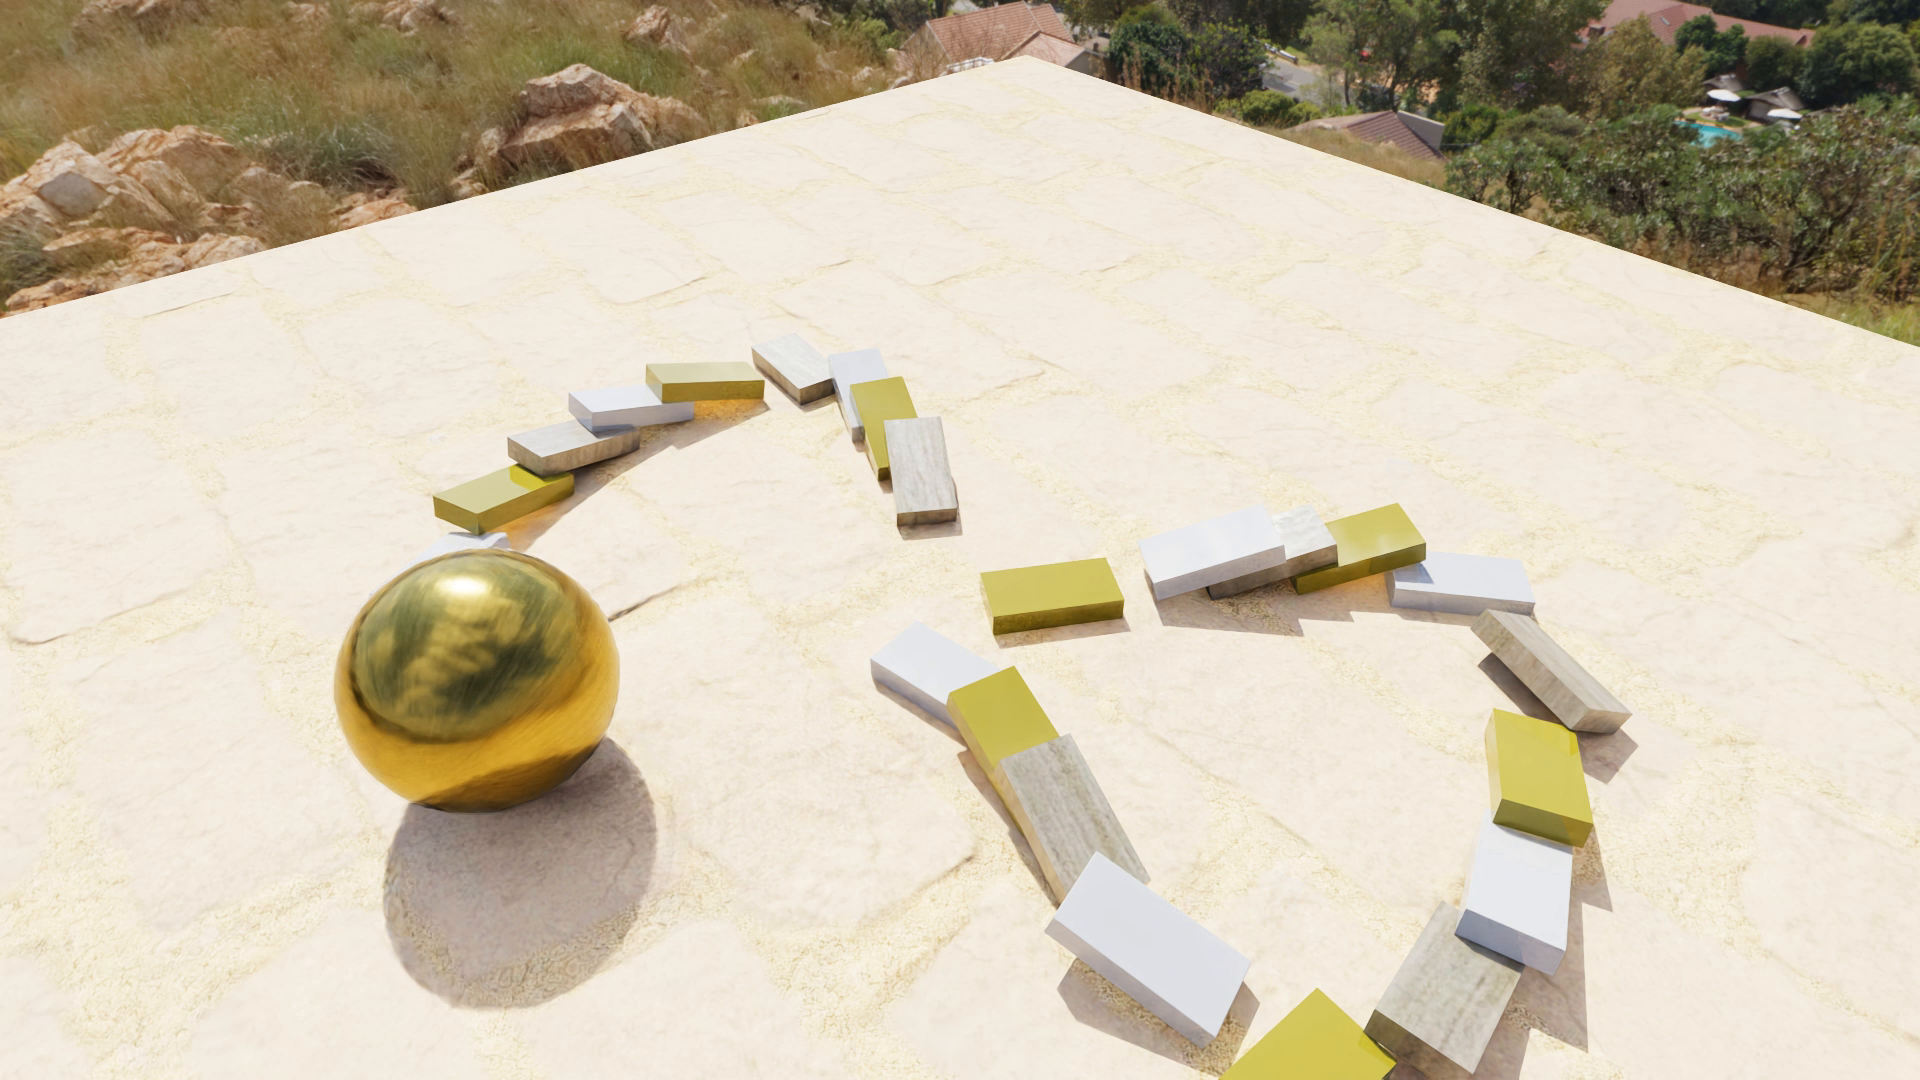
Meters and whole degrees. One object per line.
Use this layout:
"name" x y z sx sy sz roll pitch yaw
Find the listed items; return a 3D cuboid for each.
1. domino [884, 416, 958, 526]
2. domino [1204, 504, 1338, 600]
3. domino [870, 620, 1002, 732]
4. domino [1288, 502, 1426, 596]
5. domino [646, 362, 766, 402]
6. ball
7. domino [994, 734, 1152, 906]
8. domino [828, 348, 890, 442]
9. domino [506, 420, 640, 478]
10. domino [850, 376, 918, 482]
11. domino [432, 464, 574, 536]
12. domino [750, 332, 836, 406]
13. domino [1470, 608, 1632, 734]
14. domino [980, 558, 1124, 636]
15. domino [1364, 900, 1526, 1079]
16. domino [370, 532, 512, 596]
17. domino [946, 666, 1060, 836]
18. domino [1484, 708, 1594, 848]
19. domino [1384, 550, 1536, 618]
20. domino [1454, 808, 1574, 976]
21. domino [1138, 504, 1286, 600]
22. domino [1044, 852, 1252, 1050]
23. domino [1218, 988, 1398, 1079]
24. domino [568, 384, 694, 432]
"domino" -0.017 -0.030 0.469 0.025 0.009 0.050 -5 56 -7
"domino" 0.117 0.005 0.427 0.050 0.010 0.025 -18 40 4
"domino" -0.004 0.049 0.384 0.050 0.010 0.025 27 47 29
"domino" 0.152 0.003 0.429 0.050 0.009 0.025 -16 40 4
"domino" -0.121 -0.076 0.525 0.050 0.010 0.025 -7 32 -31
"ball" -0.145 0.042 0.336 0.080 0.080 0.080 0 39 0
"domino" 0.033 0.085 0.328 0.025 0.010 0.050 -17 58 -21
"domino" -0.045 -0.069 0.520 0.025 0.009 0.050 -11 53 -13
"domino" -0.170 -0.043 0.487 0.025 0.010 0.050 27 33 29
"domino" -0.031 -0.051 0.494 0.025 0.010 0.050 -12 57 -14
"domino" -0.189 -0.019 0.457 0.025 0.009 0.050 19 30 22
"domino" -0.081 -0.086 0.548 0.025 0.010 0.050 -24 45 -27
"domino" 0.204 0.045 0.381 0.025 0.010 0.050 10 33 -30
"domino" 0.034 0.021 0.418 0.050 0.010 0.025 -7 40 -8
"domino" 0.129 0.119 0.290 0.025 0.010 0.050 29 36 30
"domino" -0.196 0.013 0.419 0.025 0.010 0.050 2 28 11
"domino" 0.019 0.067 0.353 0.025 0.010 0.050 -20 58 -23
"domino" 0.181 0.073 0.345 0.025 0.010 0.050 14 29 16
"domino" 0.191 0.017 0.423 0.050 0.010 0.025 6 40 7
"domino" 0.159 0.099 0.314 0.025 0.009 0.050 20 30 23
"domino" 0.096 0.004 0.422 0.050 0.010 0.025 -17 40 5
"domino" 0.051 0.111 0.299 0.050 0.010 0.025 33 48 15
"domino" 0.083 0.138 0.275 0.050 0.010 0.025 -26 46 -29
"domino" -0.151 -0.062 0.508 0.050 0.010 0.025 -14 36 -39
